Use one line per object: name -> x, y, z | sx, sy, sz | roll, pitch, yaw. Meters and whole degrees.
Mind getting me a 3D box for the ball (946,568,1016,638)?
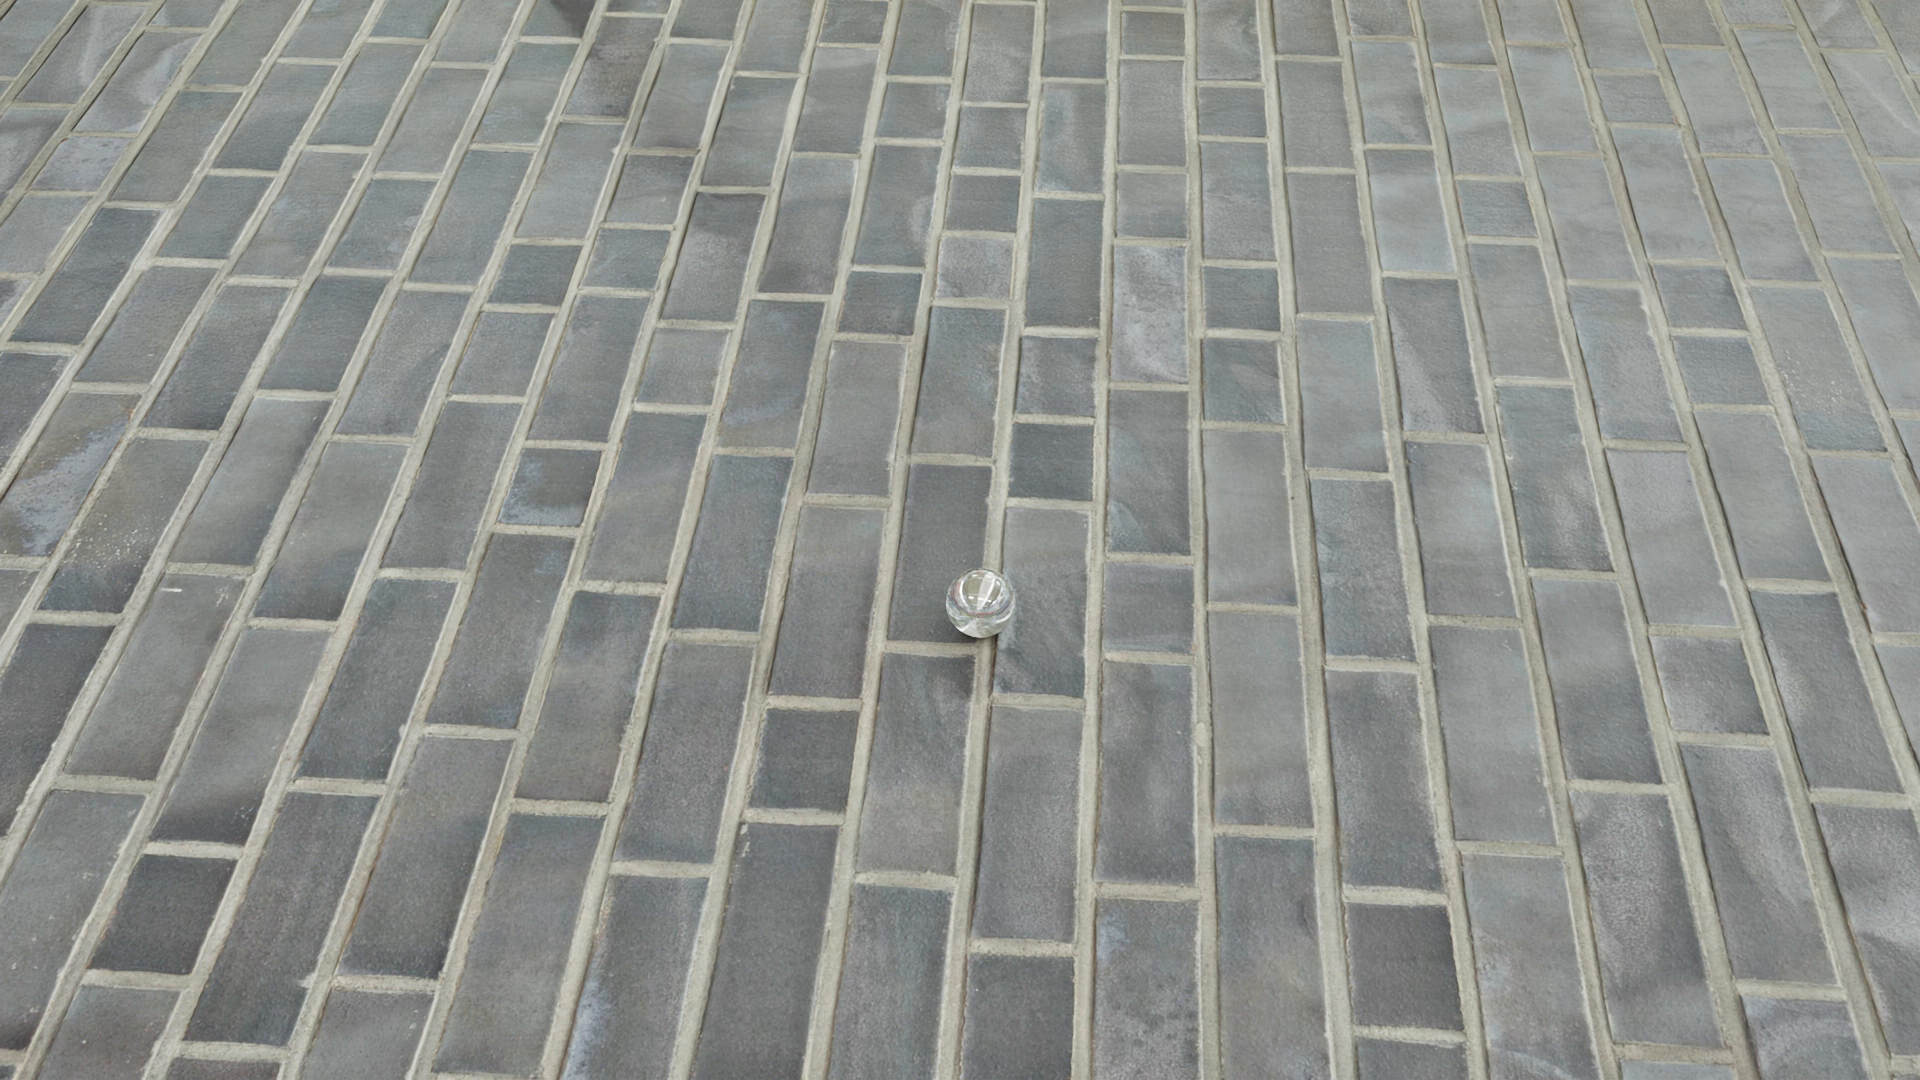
ball -> 0.013, 0.039, 1.570 | 0.043, 0.043, 0.043 | 0, 36, 0
